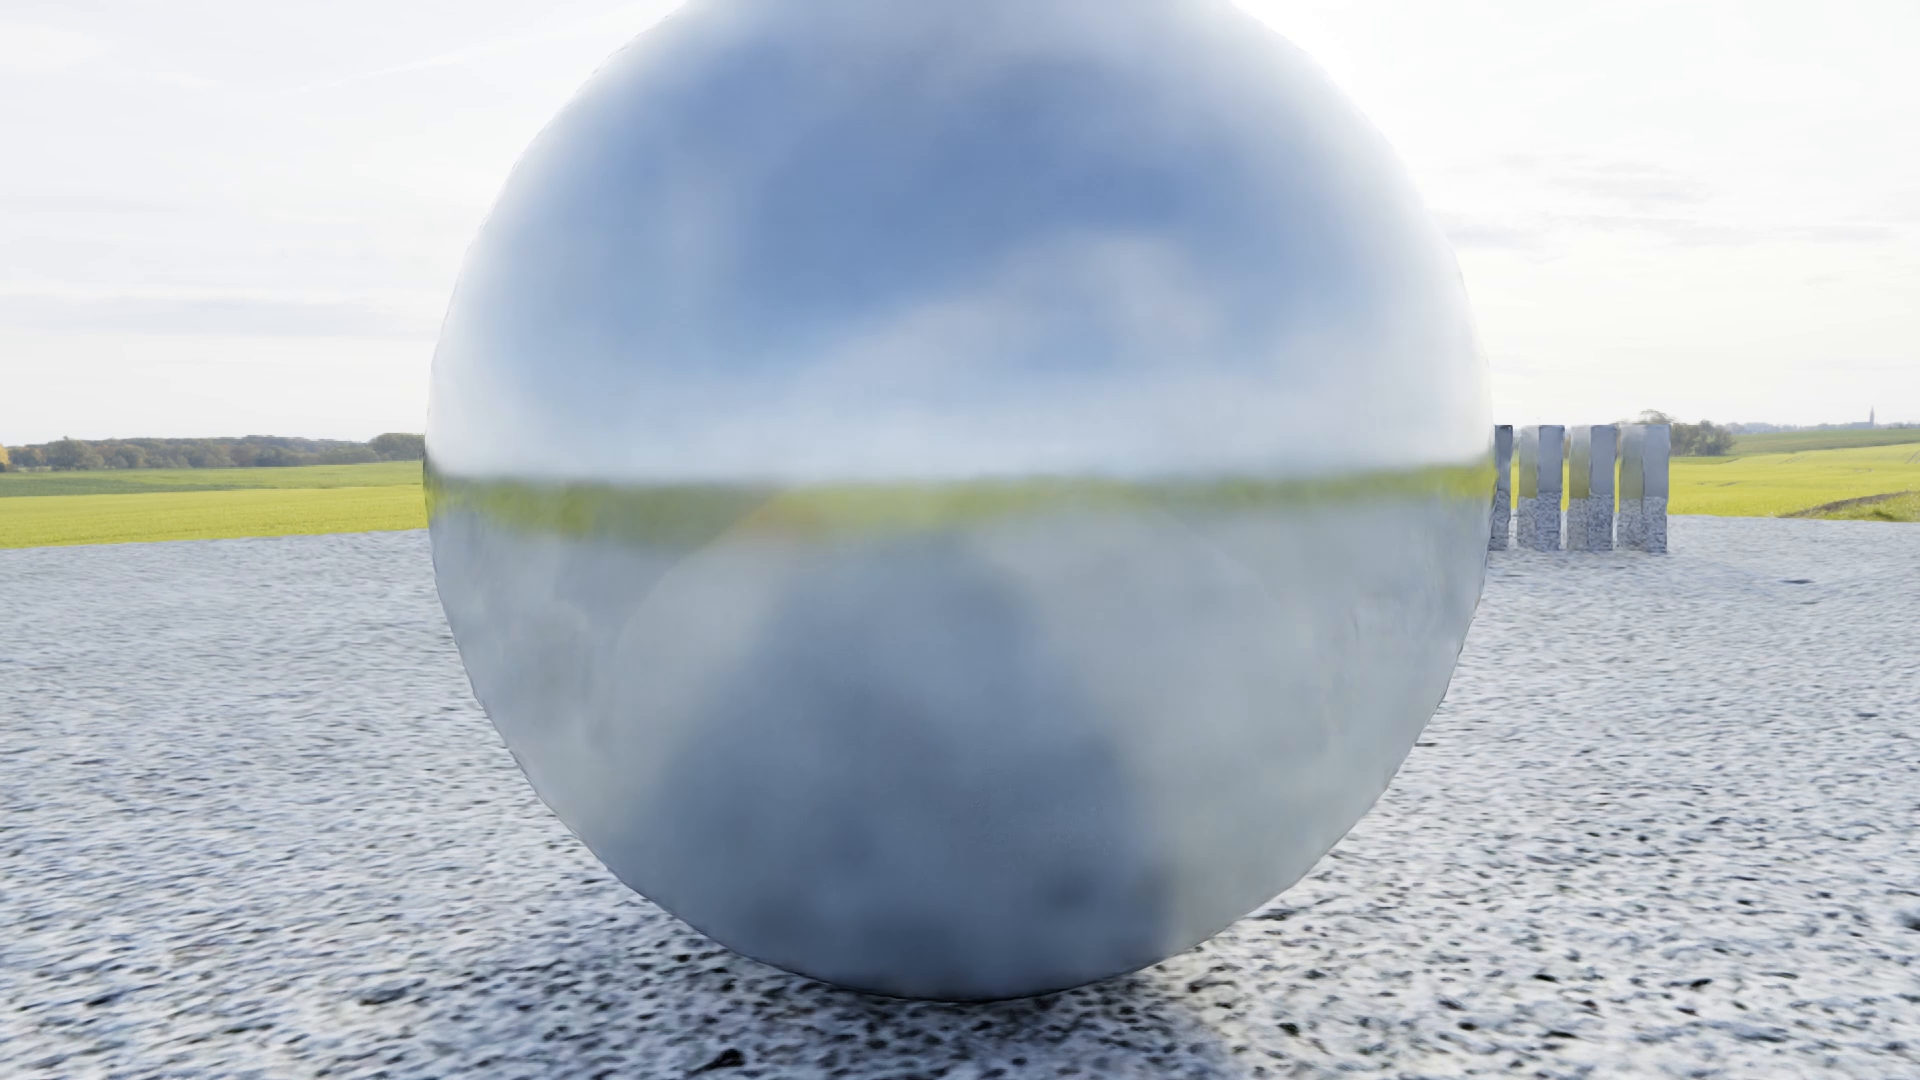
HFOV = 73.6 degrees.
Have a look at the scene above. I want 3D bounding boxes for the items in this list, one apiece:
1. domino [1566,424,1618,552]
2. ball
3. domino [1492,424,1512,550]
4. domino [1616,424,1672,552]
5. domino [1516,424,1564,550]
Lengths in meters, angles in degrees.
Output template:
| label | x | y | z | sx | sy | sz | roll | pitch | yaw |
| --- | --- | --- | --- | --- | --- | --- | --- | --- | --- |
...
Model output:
| label | x | y | z | sx | sy | sz | roll | pitch | yaw |
| --- | --- | --- | --- | --- | --- | --- | --- | --- | --- |
| domino | 0.256 | -0.021 | 0.519 | 0.009 | 0.050 | 0.025 | 1 | 4 | 8 |
| ball | 0.000 | -0.005 | 0.103 | 0.080 | 0.080 | 0.080 | 0 | 4 | 0 |
| domino | 0.216 | -0.022 | 0.524 | 0.010 | 0.050 | 0.025 | 0 | 4 | 6 |
| domino | 0.275 | -0.021 | 0.517 | 0.009 | 0.050 | 0.025 | 1 | 4 | 8 |
| domino | 0.236 | -0.022 | 0.522 | 0.009 | 0.050 | 0.025 | 1 | 4 | 7 |
